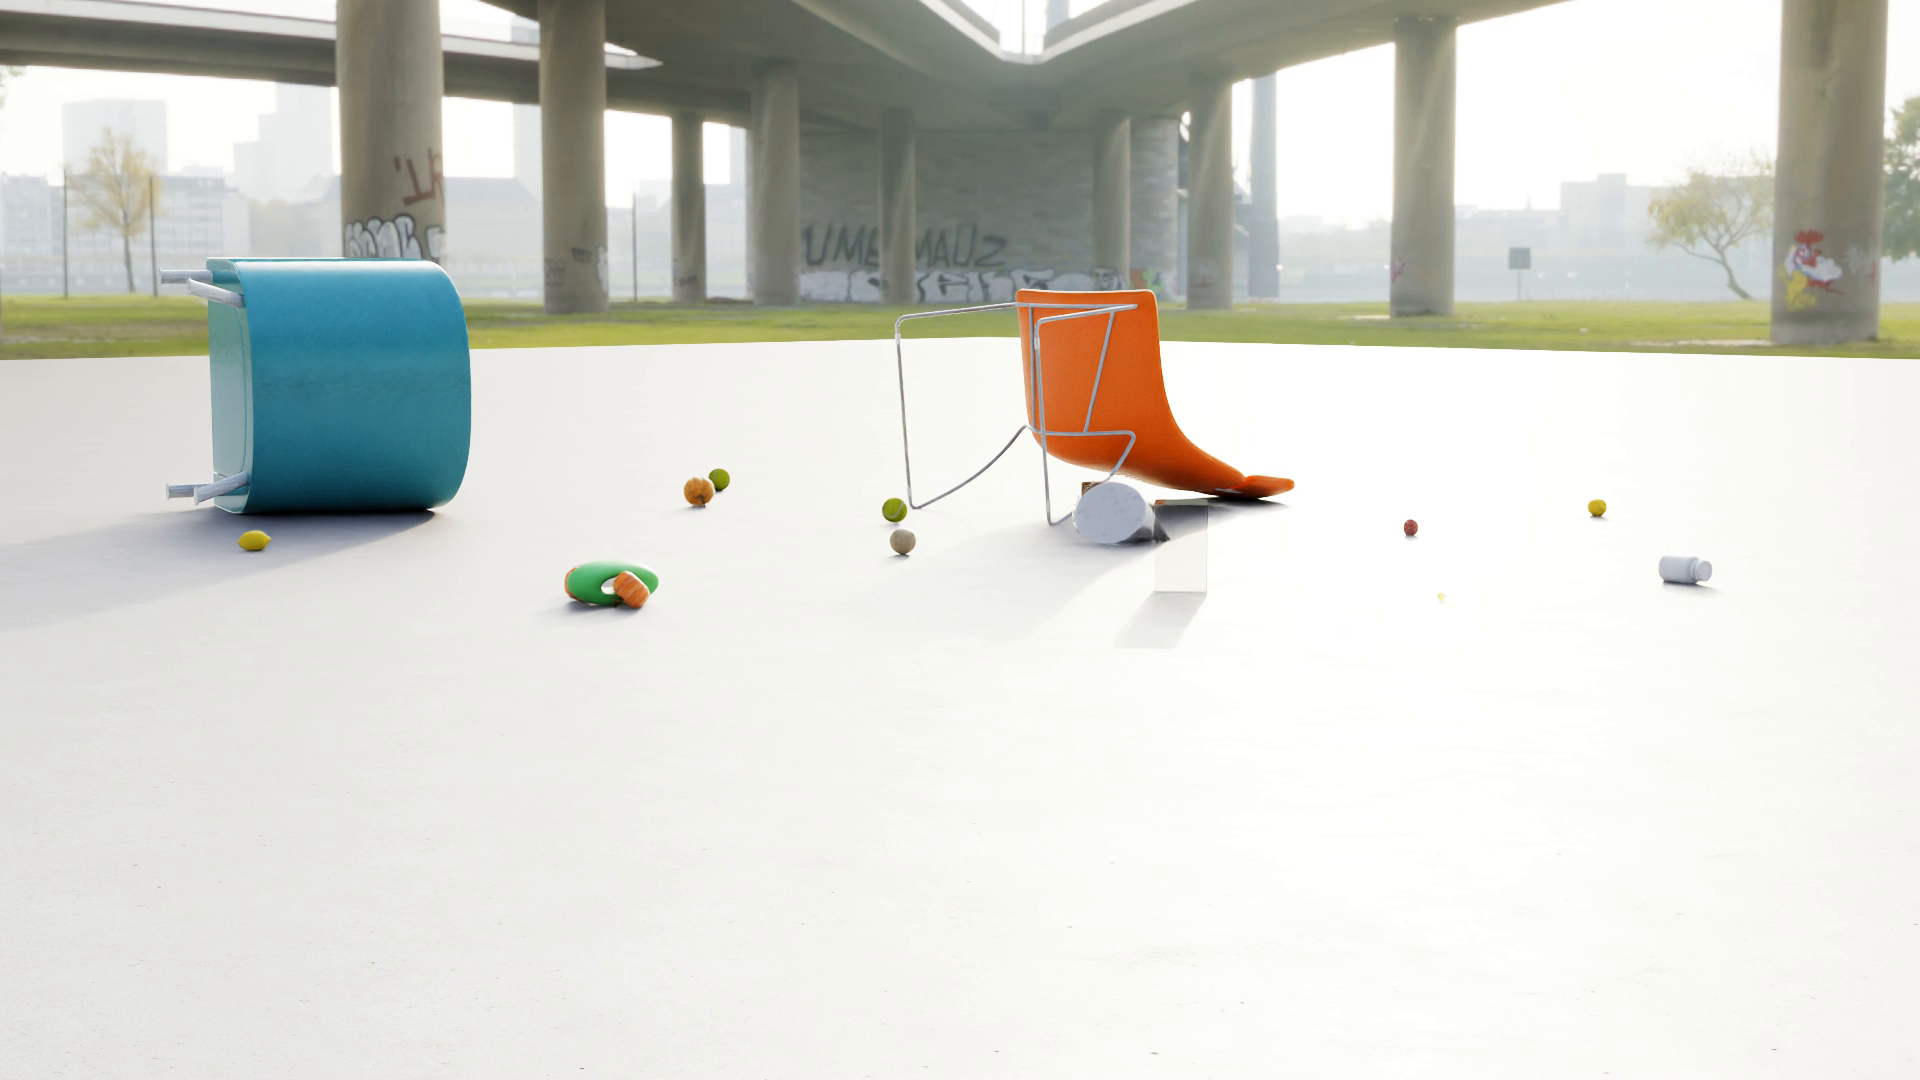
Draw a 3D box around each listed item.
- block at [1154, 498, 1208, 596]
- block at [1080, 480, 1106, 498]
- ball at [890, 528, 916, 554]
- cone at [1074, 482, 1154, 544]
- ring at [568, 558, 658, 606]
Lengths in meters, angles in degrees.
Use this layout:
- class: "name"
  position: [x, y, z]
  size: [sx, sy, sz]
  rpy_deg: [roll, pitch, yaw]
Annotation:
- class: "block"
  position: [0.459, 0.015, 5.341]
  size: [0.109, 0.189, 0.136]
  rpy_deg: [0, 6, 4]
- class: "block"
  position: [0.366, -0.108, 6.958]
  size: [0.066, 0.102, 0.038]
  rpy_deg: [-4, 7, -35]
- class: "ball"
  position: [-0.135, 0.002, 6.079]
  size: [0.064, 0.064, 0.064]
  rpy_deg: [0, 6, 0]
- class: "cone"
  position: [0.450, -0.037, 6.399]
  size: [0.234, 0.158, 0.238]
  rpy_deg: [20, -10, -42]
- class: "ring"
  position: [-0.696, 0.085, 5.156]
  size: [0.208, 0.091, 0.069]
  rpy_deg: [-3, 19, -41]
